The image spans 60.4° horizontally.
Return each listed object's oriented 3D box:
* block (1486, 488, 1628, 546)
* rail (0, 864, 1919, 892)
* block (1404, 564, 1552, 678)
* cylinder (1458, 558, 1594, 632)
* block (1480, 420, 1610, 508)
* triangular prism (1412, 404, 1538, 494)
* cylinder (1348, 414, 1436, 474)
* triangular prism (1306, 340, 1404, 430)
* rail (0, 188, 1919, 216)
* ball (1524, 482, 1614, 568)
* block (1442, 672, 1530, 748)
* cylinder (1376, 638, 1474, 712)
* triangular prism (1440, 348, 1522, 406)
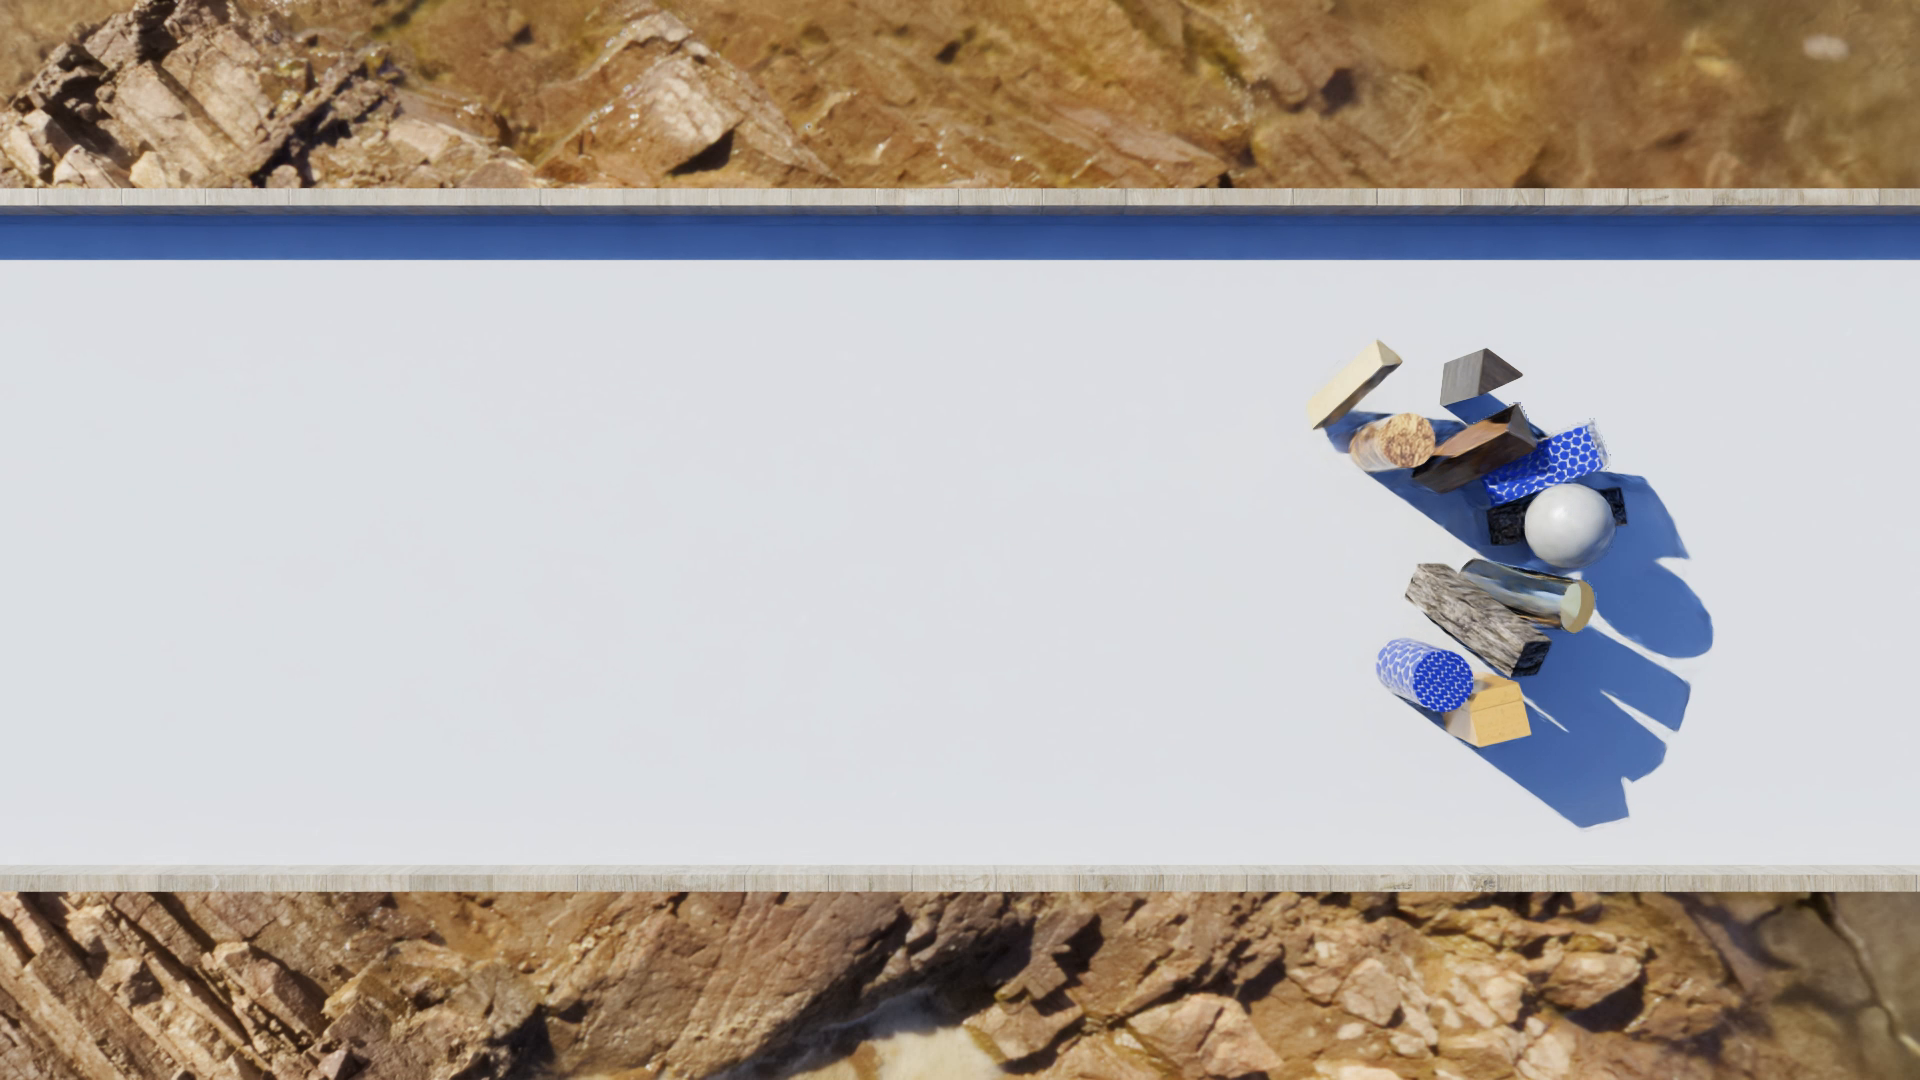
[{"bbox_3d":[1.814,-0.071,5.020,0.377,0.113,0.113,-10,90,0],"label":"block"},{"bbox_3d":[-2.247,1.025,5.001,12.000,0.150,0.050,0,90,0],"label":"rail"},{"bbox_3d":[1.520,0.231,4.859,0.117,0.443,0.117,-1,120,-33],"label":"block"},{"bbox_3d":[1.667,0.161,4.878,0.154,0.376,0.154,-7,103,-32],"label":"cylinder"},{"bbox_3d":[1.742,-0.228,4.931,0.335,0.135,0.135,-23,89,31],"label":"block"},{"bbox_3d":[1.512,-0.261,4.899,0.341,0.126,0.145,-32,75,44],"label":"triangular prism"},{"bbox_3d":[1.271,-0.283,4.876,0.156,0.400,0.156,0,90,0],"label":"cylinder"},{"bbox_3d":[1.165,-0.467,4.937,0.105,0.328,0.091,-16,68,-40],"label":"triangular prism"},{"bbox_3d":[-2.247,-1.025,5.002,12.000,0.150,0.050,0,90,0],"label":"rail"},{"bbox_3d":[1.780,-0.042,4.821,0.250,0.250,0.250,0,90,0],"label":"ball"},{"bbox_3d":[1.555,0.502,4.918,0.155,0.313,0.155,-14,91,0],"label":"block"},{"bbox_3d":[1.375,0.397,4.902,0.178,0.334,0.178,0,93,-4],"label":"cylinder"},{"bbox_3d":[1.516,-0.493,4.881,0.133,0.390,0.115,-24,90,0],"label":"triangular prism"}]
